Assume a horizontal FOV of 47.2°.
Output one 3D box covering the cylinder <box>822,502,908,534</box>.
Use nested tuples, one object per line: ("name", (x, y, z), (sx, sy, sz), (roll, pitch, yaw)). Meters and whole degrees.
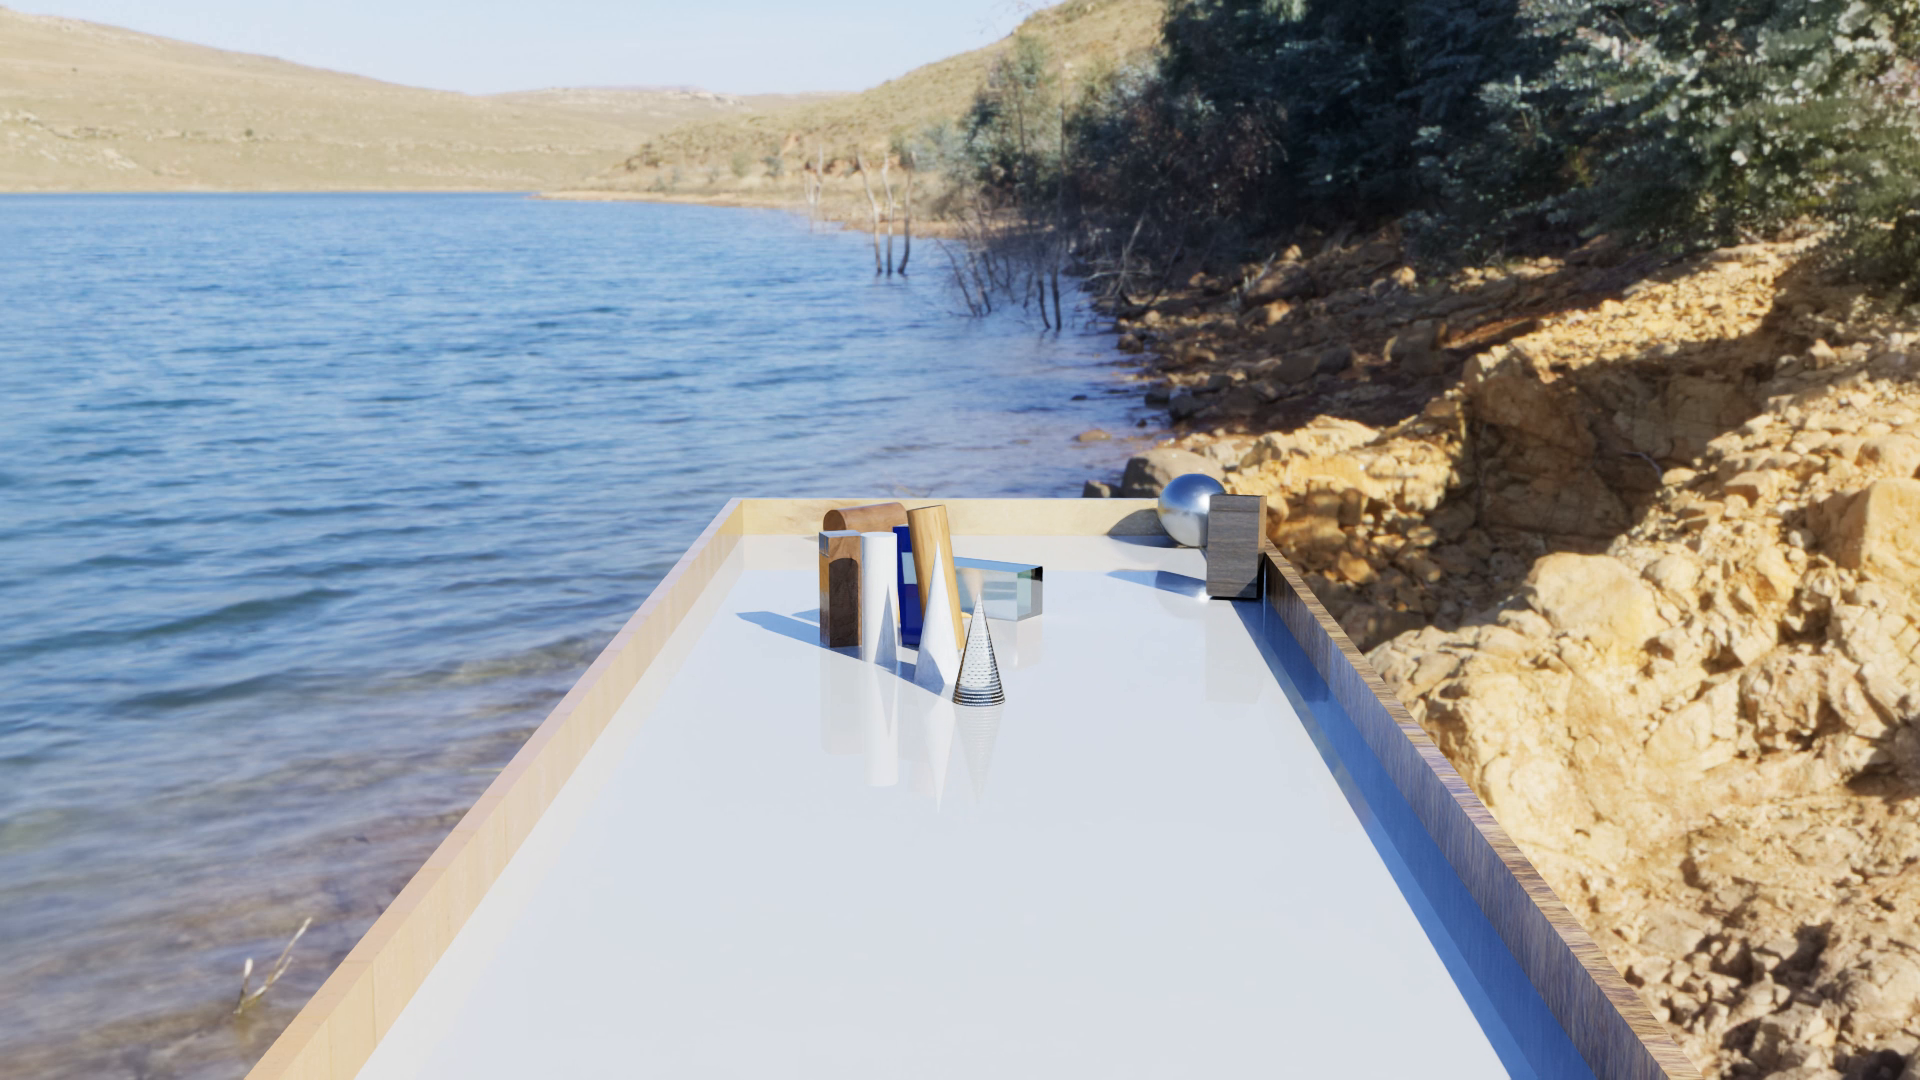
("cylinder", (-0.383, -0.067, 8.962), (0.333, 0.148, 0.148), (-8, 12, -42))

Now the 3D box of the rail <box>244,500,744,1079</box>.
("rail", (-1.004, 0.839, 3.234), (0.050, 0.150, 12.000), (0, 9, 1))

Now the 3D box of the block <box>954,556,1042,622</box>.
("block", (0.046, 0.160, 7.468), (0.448, 0.165, 0.165), (6, 11, 33))

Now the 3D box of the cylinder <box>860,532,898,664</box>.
("cylinder", (-0.246, 0.174, 6.682), (0.110, 0.385, 0.110), (0, 9, 0))

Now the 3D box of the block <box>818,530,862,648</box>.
("block", (-0.371, 0.153, 6.928), (0.117, 0.350, 0.117), (-3, 10, -19))

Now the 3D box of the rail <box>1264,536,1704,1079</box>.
("rail", (1.046, 0.843, 3.208), (0.050, 0.150, 12.000), (0, 9, 1))

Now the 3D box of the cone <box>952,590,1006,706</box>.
("cone", (0.052, 0.292, 6.145), (0.152, 0.320, 0.152), (0, 9, 0))

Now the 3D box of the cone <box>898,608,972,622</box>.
("cone", (-0.089, 0.235, 7.327), (0.302, 0.127, 0.127), (10, 6, -17))

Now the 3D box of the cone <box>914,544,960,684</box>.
("cone", (-0.064, 0.202, 6.416), (0.143, 0.413, 0.143), (0, 9, 0))

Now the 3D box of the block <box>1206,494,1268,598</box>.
("block", (0.972, 0.018, 7.724), (0.177, 0.351, 0.177), (3, 4, 16))

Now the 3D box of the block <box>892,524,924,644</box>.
("block", (-0.119, 0.135, 6.936), (0.112, 0.373, 0.112), (0, 7, 38))

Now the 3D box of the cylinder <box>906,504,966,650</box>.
("cylinder", (-0.073, 0.119, 6.791), (0.123, 0.444, 0.123), (-9, 3, 0))

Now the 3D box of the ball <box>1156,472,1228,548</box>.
("ball", (0.938, -0.120, 8.811), (0.299, 0.299, 0.299), (0, 9, 0))

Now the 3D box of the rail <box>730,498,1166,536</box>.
("rail", (0.099, -0.098, 9.147), (2.100, 0.150, 0.050), (0, 9, 1))
